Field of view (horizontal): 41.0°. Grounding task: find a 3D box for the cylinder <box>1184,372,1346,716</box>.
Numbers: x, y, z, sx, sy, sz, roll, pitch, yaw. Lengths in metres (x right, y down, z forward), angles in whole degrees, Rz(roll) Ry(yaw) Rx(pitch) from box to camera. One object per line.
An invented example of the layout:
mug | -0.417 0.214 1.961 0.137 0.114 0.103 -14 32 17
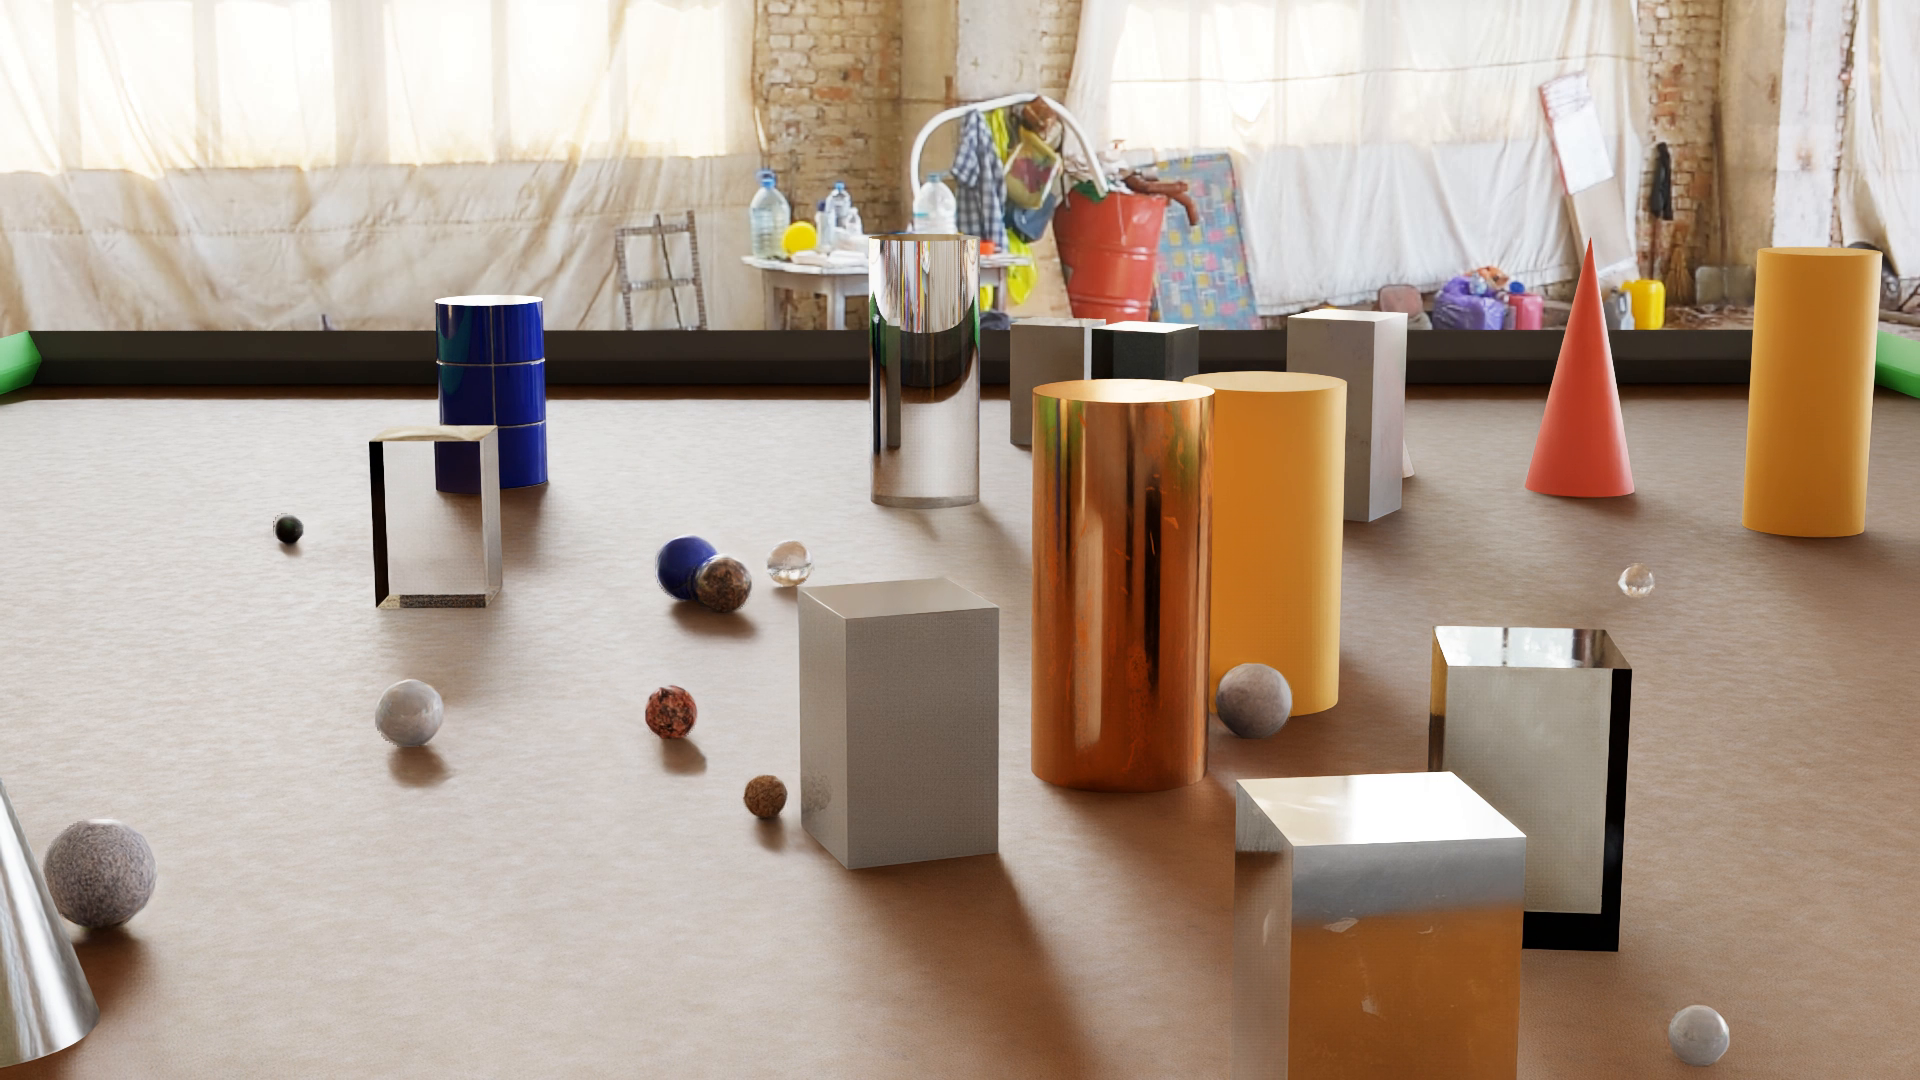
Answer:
cylinder | 0.345 0.001 2.938 0.184 0.368 0.184 0 11 0

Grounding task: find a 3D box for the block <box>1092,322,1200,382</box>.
block | 0.339 -0.267 4.702 0.147 0.247 0.147 6 12 29

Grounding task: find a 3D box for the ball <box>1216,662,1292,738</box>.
ball | 0.319 0.174 2.790 0.082 0.082 0.082 0 11 0

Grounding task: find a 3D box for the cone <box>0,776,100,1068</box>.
cone | -0.752 0.224 1.927 0.184 0.302 0.184 0 11 0

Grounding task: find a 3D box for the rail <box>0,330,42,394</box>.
rail | -2.082 0.033 3.438 0.045 0.120 4.886 0 11 0

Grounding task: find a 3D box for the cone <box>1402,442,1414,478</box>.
cone | 0.721 -0.260 4.572 0.184 0.281 0.184 0 11 0

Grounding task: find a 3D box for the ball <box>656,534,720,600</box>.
ball | -0.369 0.037 3.501 0.090 0.090 0.090 0 11 0

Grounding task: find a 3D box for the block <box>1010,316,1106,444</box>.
block | 0.189 -0.307 4.957 0.147 0.231 0.147 4 11 19

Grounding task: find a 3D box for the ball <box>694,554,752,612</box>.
ball | -0.317 0.058 3.423 0.077 0.077 0.077 0 11 0

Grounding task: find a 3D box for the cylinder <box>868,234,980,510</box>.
cylinder | -0.059 -0.283 4.267 0.184 0.438 0.184 0 11 0

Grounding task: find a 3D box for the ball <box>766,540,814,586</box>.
ball | -0.239 0.032 3.594 0.066 0.066 0.066 0 11 0

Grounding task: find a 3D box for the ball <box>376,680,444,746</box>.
ball | -0.591 0.186 2.758 0.071 0.071 0.071 0 11 0

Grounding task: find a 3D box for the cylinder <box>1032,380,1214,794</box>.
cylinder | 0.166 0.043 2.636 0.184 0.397 0.184 0 11 0

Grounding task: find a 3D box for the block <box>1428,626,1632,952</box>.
block | 0.479 0.208 2.180 0.147 0.240 0.147 1 11 5

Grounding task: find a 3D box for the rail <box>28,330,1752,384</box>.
rail | -0.014 -0.414 5.828 4.212 0.120 0.045 0 11 0

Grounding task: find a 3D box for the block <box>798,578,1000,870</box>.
block | -0.059 0.168 2.411 0.147 0.234 0.147 -4 11 -20

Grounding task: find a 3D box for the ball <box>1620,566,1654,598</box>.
ball | 0.928 0.058 3.517 0.044 0.044 0.044 0 11 0

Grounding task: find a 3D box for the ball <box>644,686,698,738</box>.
ball | -0.314 0.187 2.789 0.057 0.057 0.057 0 11 0

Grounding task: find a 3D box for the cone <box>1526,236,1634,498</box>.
cone | 1.068 -0.303 4.382 0.184 0.434 0.184 0 11 0

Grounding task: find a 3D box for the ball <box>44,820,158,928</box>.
ball | -0.730 0.284 2.179 0.092 0.092 0.092 0 11 0

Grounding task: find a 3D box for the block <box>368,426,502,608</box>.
block | -0.714 -0.033 3.506 0.147 0.227 0.147 0 11 -1

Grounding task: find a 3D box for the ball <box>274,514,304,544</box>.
ball | -1.024 -0.017 3.916 0.043 0.043 0.043 0 11 0

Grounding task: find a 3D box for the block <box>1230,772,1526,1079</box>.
block | 0.267 0.297 1.667 0.147 0.255 0.147 -1 11 -7

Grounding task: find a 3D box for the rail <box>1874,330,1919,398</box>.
rail | 2.082 0.029 3.461 0.045 0.120 4.886 0 11 0

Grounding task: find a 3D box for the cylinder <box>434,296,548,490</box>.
cylinder | -0.815 -0.259 4.466 0.184 0.317 0.184 0 11 0

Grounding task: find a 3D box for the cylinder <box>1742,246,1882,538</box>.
cylinder | 1.333 -0.235 4.018 0.184 0.434 0.184 0 11 0

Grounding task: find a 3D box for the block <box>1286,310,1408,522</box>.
block | 0.626 -0.205 4.168 0.147 0.321 0.147 6 12 29

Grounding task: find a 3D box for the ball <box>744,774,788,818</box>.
ball | -0.189 0.249 2.499 0.042 0.042 0.042 0 11 0

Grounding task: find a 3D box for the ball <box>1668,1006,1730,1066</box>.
ball | 0.543 0.364 1.884 0.043 0.043 0.043 0 11 0
